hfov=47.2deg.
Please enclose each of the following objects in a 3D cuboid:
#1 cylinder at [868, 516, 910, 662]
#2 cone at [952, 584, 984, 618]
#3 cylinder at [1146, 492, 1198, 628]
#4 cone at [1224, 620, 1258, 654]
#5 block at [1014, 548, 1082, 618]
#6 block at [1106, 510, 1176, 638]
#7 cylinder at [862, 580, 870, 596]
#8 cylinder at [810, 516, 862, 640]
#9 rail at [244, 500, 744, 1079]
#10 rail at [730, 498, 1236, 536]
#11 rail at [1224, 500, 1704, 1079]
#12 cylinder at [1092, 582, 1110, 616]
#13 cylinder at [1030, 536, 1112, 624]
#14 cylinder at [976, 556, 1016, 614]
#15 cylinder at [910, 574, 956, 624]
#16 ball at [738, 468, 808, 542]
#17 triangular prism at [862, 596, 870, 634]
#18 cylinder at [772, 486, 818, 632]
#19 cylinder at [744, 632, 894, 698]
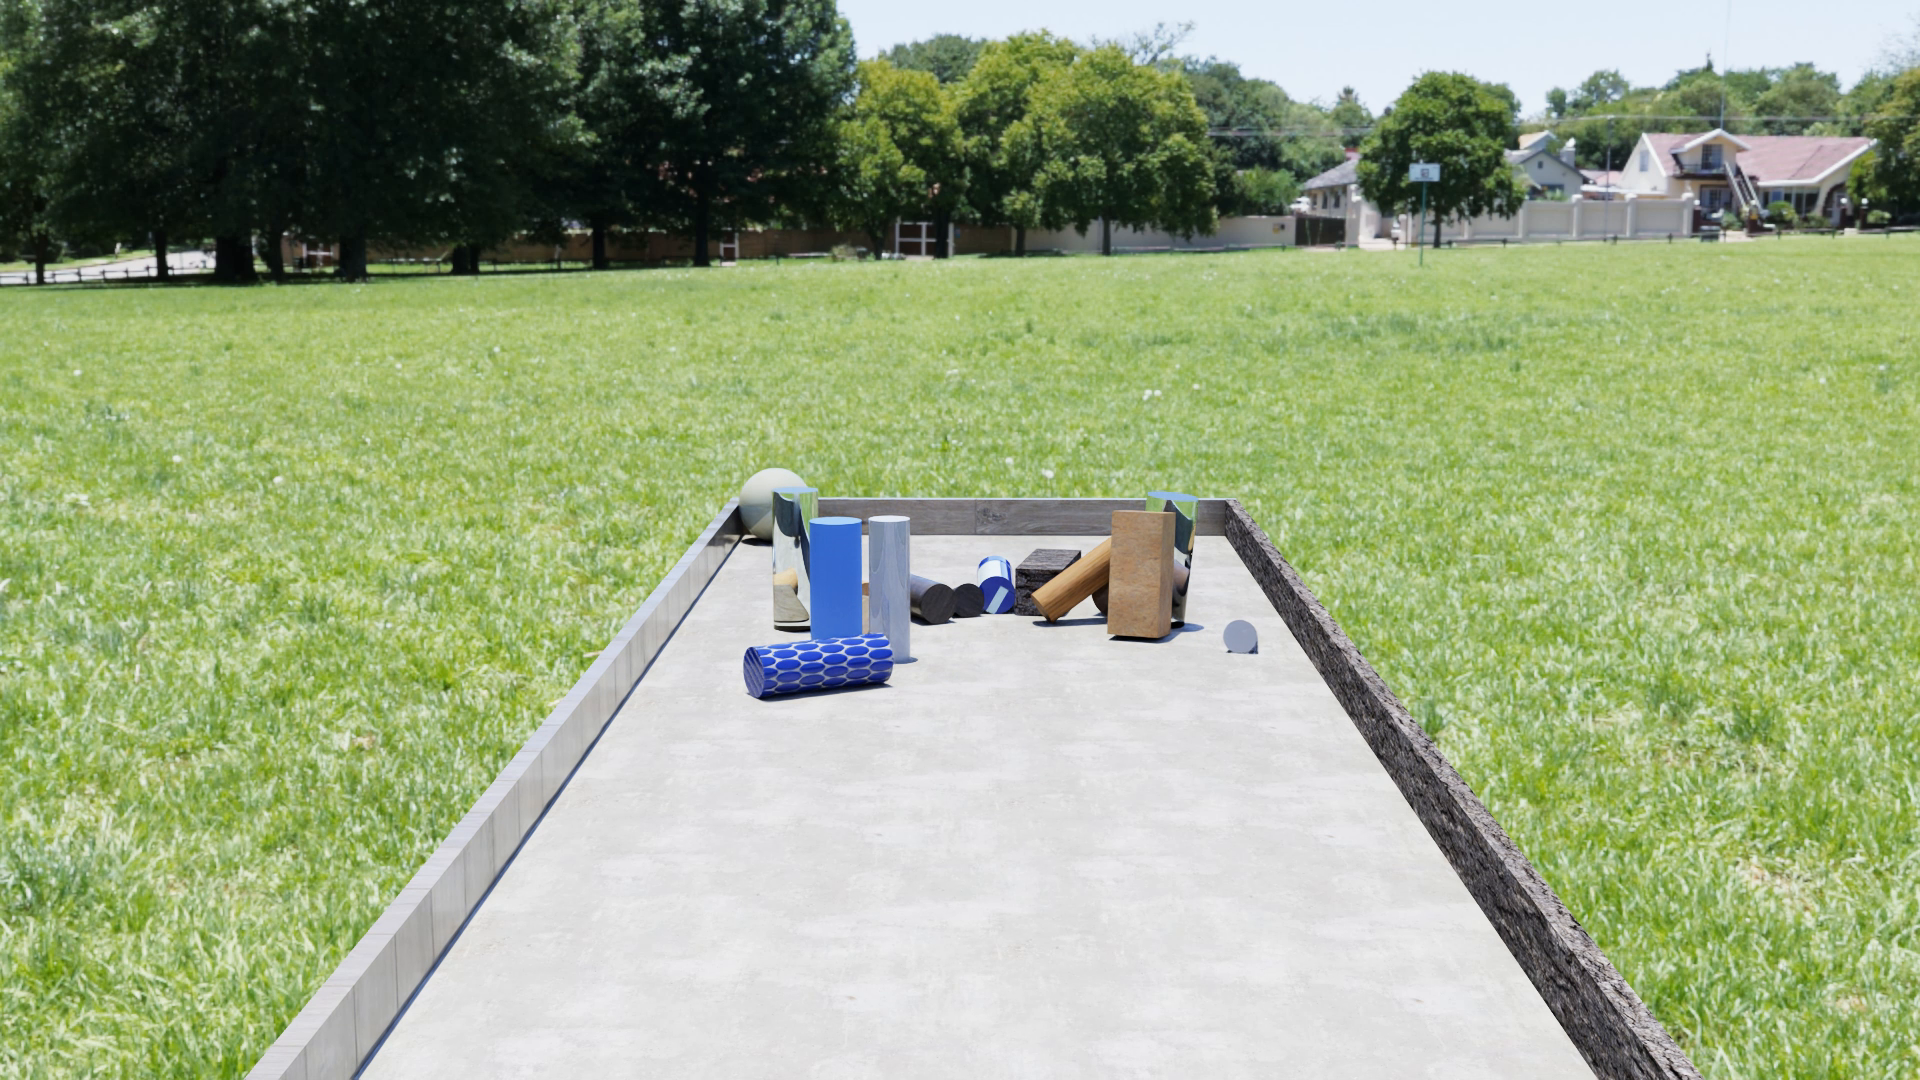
[{"bbox_3d":[-0.214,0.149,6.693,0.126,0.431,0.126,0,9,0],"label":"cylinder"},{"bbox_3d":[-0.038,0.205,7.534,0.117,0.117,0.371,-3,1,-21],"label":"cone"},{"bbox_3d":[0.674,0.065,7.201,0.169,0.424,0.169,5,11,-1],"label":"cylinder"},{"bbox_3d":[0.920,0.293,6.991,0.106,0.106,0.418,3,2,15],"label":"cone"},{"bbox_3d":[0.307,0.144,7.589,0.160,0.160,0.428,2,9,12],"label":"block"},{"bbox_3d":[0.581,0.106,7.033,0.166,0.392,0.166,3,3,20],"label":"block"},{"bbox_3d":[-0.423,0.176,7.489,0.128,0.128,0.425,-6,11,-31],"label":"cylinder"},{"bbox_3d":[-0.392,0.129,6.961,0.165,0.386,0.165,0,9,0],"label":"cylinder"},{"bbox_3d":[-1.004,0.839,3.234,0.050,0.150,12.000,0,9,1],"label":"rail"},{"bbox_3d":[0.099,-0.098,9.147,2.100,0.150,0.050,0,9,1],"label":"rail"},{"bbox_3d":[1.046,0.843,3.208,0.050,0.150,12.000,0,9,1],"label":"rail"},{"bbox_3d":[0.583,0.153,7.506,0.168,0.168,0.333,4,10,23],"label":"cylinder"},{"bbox_3d":[0.446,0.100,7.287,0.444,0.118,0.118,-36,16,-8],"label":"cylinder"},{"bbox_3d":[0.124,0.153,7.629,0.131,0.131,0.423,0,9,0],"label":"cylinder"},{"bbox_3d":[-0.160,0.186,7.405,0.135,0.135,0.373,-5,10,-29],"label":"cylinder"},{"bbox_3d":[-0.752,-0.144,8.957,0.301,0.301,0.301,0,9,0],"label":"ball"},{"bbox_3d":[-0.390,0.221,7.238,0.129,0.112,0.441,-8,12,-39],"label":"triangular prism"},{"bbox_3d":[-0.535,0.062,7.165,0.151,0.454,0.151,0,9,0],"label":"cylinder"},{"bbox_3d":[-0.405,0.357,6.291,0.406,0.145,0.145,-5,10,-29],"label":"cylinder"}]
